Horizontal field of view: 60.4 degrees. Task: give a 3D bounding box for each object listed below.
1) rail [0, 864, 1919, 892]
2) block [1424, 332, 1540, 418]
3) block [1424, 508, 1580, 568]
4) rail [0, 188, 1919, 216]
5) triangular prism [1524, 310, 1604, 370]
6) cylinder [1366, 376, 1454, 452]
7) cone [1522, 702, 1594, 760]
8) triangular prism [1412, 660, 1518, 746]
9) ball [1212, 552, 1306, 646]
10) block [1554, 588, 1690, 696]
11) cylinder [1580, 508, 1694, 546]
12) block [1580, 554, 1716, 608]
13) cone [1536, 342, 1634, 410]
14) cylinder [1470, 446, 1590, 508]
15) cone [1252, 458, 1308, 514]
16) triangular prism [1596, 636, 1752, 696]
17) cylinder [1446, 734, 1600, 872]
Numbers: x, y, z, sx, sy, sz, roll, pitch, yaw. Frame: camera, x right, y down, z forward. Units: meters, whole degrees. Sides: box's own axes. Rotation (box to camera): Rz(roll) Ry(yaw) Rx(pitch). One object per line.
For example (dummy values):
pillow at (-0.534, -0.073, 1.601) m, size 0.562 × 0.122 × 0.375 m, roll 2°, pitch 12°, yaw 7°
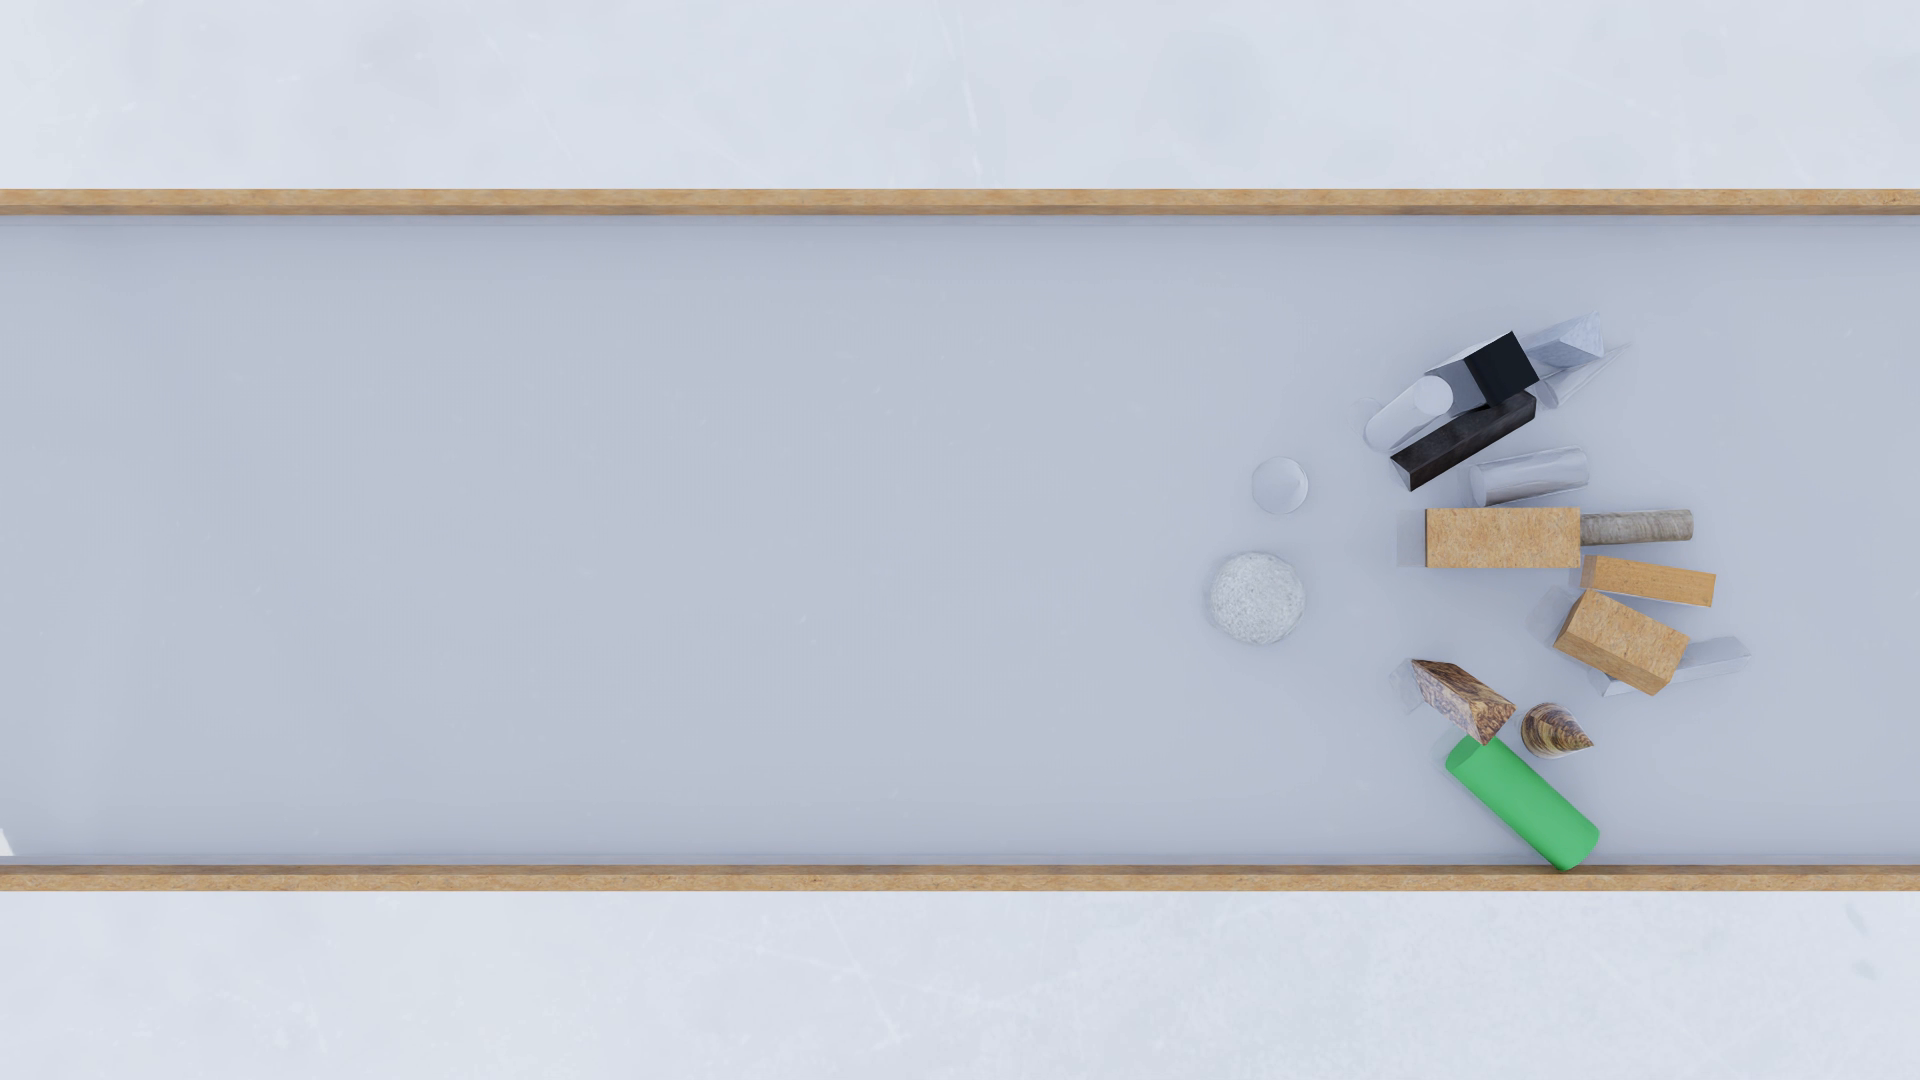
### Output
rail at (-2.247, 1.025, 5.001) m, size 12.000 × 0.150 × 0.050 m, roll 0°, pitch 90°, yaw 0°
block at (1.537, -0.484, 4.878) m, size 0.161 × 0.396 × 0.161 m, roll -30°, pitch 90°, yaw 0°
block at (1.619, -0.007, 4.940) m, size 0.429 × 0.176 × 0.176 m, roll 0°, pitch 90°, yaw 14°
rail at (-2.247, -1.025, 5.002) m, size 12.000 × 0.150 × 0.050 m, roll 0°, pitch 90°, yaw 0°
triangular prism at (1.813, -0.606, 4.913) m, size 0.137 × 0.326 × 0.119 m, roll 22°, pitch 90°, yaw 0°
cylinder at (1.324, -0.370, 4.876) m, size 0.120 × 0.383 × 0.120 m, roll 1°, pitch 78°, yaw -6°
cone at (1.814, 0.588, 4.895) m, size 0.176 × 0.364 × 0.176 m, roll 0°, pitch 90°, yaw 0°
triangular prism at (1.489, 0.451, 4.858) m, size 0.123 × 0.420 × 0.143 m, roll -23°, pitch 104°, yaw -2°
ball at (0.894, 0.176, 4.937) m, size 0.280 × 0.280 × 0.280 m, roll 0°, pitch 90°, yaw 0°
block at (1.979, 0.306, 4.944) m, size 0.319 × 0.157 × 0.157 m, roll 28°, pitch 74°, yaw 14°
cylinder at (2.028, -0.037, 5.027) m, size 0.373 × 0.100 × 0.100 m, roll -3°, pitch 90°, yaw 0°
block at (2.095, 0.125, 5.026) m, size 0.363 × 0.101 × 0.101 m, roll 9°, pitch 90°, yaw 0°
cone at (1.934, -0.527, 5.051) m, size 0.342 × 0.103 × 0.103 m, roll -30°, pitch 90°, yaw -9°
cylinder at (1.729, -0.193, 5.010) m, size 0.315 × 0.133 × 0.133 m, roll -11°, pitch 90°, yaw 0°
cone at (0.984, -0.168, 4.923) m, size 0.174 × 0.307 × 0.174 m, roll 0°, pitch 90°, yaw 0°
triangular prism at (2.178, 0.388, 5.028) m, size 0.432 × 0.092 × 0.106 m, roll -11°, pitch 90°, yaw 0°
cylinder at (1.700, 0.782, 4.990) m, size 0.456 × 0.174 × 0.174 m, roll 42°, pitch 90°, yaw 0°
